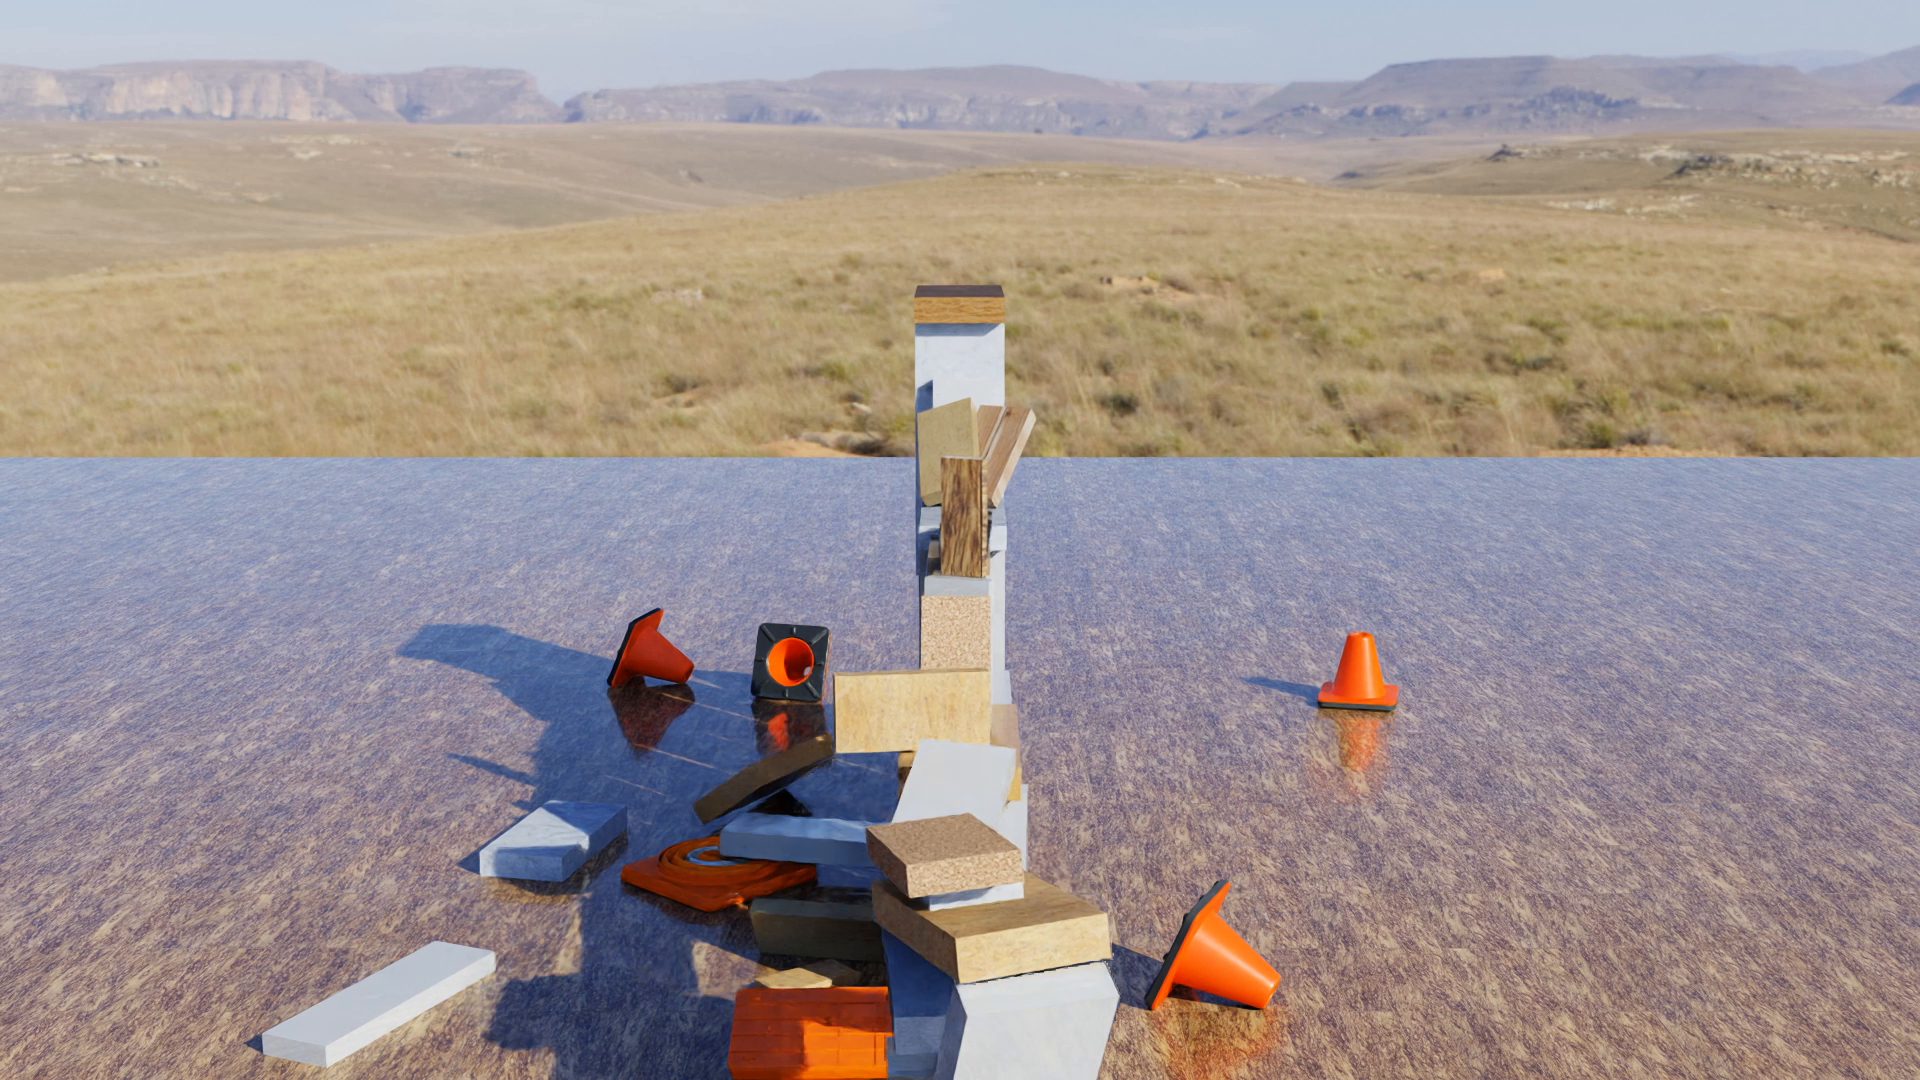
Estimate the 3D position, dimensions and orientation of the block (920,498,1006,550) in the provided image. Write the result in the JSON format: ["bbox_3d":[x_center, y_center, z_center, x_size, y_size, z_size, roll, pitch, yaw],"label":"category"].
[{"bbox_3d":[0.005,-0.030,3.821,0.146,0.041,0.292,0,11,0],"label":"block"}]

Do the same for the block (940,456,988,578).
[{"bbox_3d":[0.006,-0.036,3.387,0.069,0.183,0.020,5,12,23],"label":"block"}]

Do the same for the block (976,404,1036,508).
[{"bbox_3d":[0.051,-0.149,3.906,0.104,0.029,0.207,6,55,29],"label":"block"}]

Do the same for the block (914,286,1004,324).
[{"bbox_3d":[-0.001,-0.443,4.120,0.163,0.046,0.326,0,11,0],"label":"block"}]

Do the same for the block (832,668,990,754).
[{"bbox_3d":[-0.069,0.241,3.115,0.219,0.109,0.031,-2,7,-8],"label":"block"}]

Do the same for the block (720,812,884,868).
[{"bbox_3d":[-0.235,0.510,3.730,0.316,0.043,0.150,3,5,9],"label":"block"}]

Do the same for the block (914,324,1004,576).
[{"bbox_3d":[-0.001,-0.170,4.066,0.163,0.471,0.046,0,10,0],"label":"block"}]

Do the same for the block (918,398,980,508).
[{"bbox_3d":[-0.020,-0.158,3.905,0.103,0.029,0.207,-17,46,14],"label":"block"}]

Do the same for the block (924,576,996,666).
[{"bbox_3d":[-0.003,0.158,3.305,0.102,0.203,0.029,4,7,18],"label":"block"}]

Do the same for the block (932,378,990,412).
[{"bbox_3d":[0.002,-0.109,4.012,0.103,0.369,0.029,0,2,0],"label":"block"}]

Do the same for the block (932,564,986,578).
[{"bbox_3d":[-0.001,0.065,3.406,0.082,0.023,0.164,0,11,1],"label":"block"}]

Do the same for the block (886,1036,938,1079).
[{"bbox_3d":[-0.004,0.659,2.667,0.162,0.046,0.325,-1,-25,-1],"label":"block"}]

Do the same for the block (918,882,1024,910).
[{"bbox_3d":[-0.003,0.396,2.615,0.109,0.031,0.219,-6,3,-11],"label":"block"}]

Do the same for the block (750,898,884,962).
[{"bbox_3d":[-0.212,0.596,3.360,0.203,0.102,0.029,2,43,11],"label":"block"}]

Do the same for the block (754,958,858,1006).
[{"bbox_3d":[-0.227,0.655,3.263,0.138,0.020,0.069,-8,13,-37],"label":"block"}]

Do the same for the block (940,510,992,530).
[{"bbox_3d":[0.009,-0.029,3.606,0.060,0.017,0.120,4,-12,-12],"label":"block"}]

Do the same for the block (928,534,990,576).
[{"bbox_3d":[0.000,0.024,3.582,0.099,0.028,0.197,0,11,1],"label":"block"}]

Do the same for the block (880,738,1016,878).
[{"bbox_3d":[-0.013,0.358,2.913,0.131,0.037,0.262,5,30,9],"label":"block"}]

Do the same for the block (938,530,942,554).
[{"bbox_3d":[-0.003,0.004,3.566,0.060,0.017,0.120,0,11,-2],"label":"block"}]

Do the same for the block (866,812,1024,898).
[{"bbox_3d":[-0.022,0.366,2.570,0.131,0.037,0.262,-6,3,-12],"label":"block"}]

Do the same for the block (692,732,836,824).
[{"bbox_3d":[-0.358,0.442,4.096,0.150,0.043,0.301,-35,-8,25],"label":"block"}]

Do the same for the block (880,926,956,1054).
[{"bbox_3d":[-0.006,0.507,2.629,0.162,0.046,0.325,-2,17,-4],"label":"block"}]

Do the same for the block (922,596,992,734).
[{"bbox_3d":[-0.006,0.183,3.217,0.102,0.203,0.029,0,-21,0],"label":"block"}]

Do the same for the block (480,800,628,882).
[{"bbox_3d":[-0.714,0.529,3.883,0.150,0.043,0.301,2,11,12],"label":"block"}]

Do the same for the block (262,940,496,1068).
[{"bbox_3d":[-0.832,0.665,3.178,0.109,0.031,0.385,5,11,23],"label":"block"}]

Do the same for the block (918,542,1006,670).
[{"bbox_3d":[0.003,0.233,3.771,0.146,0.456,0.041,0,11,-1],"label":"block"}]

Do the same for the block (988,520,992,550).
[{"bbox_3d":[0.016,0.006,3.489,0.060,0.017,0.131,3,29,4],"label":"block"}]

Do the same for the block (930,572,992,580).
[{"bbox_3d":[0.000,0.147,3.534,0.099,0.197,0.028,0,11,0],"label":"block"}]

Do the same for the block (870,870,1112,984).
[{"bbox_3d":[0.028,0.437,2.547,0.175,0.049,0.349,-6,3,-17],"label":"block"}]

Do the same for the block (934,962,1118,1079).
[{"bbox_3d":[0.057,0.632,2.488,0.175,0.367,0.049,-4,38,-18],"label":"block"}]

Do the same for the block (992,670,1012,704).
[{"bbox_3d":[0.003,0.270,3.535,0.158,0.045,0.317,0,11,0],"label":"block"}]

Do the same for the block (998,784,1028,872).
[{"bbox_3d":[0.010,0.517,3.130,0.170,0.340,0.048,1,11,4],"label":"block"}]

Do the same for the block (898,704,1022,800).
[{"bbox_3d":[0.000,0.306,3.203,0.170,0.048,0.340,0,11,0],"label":"block"}]
